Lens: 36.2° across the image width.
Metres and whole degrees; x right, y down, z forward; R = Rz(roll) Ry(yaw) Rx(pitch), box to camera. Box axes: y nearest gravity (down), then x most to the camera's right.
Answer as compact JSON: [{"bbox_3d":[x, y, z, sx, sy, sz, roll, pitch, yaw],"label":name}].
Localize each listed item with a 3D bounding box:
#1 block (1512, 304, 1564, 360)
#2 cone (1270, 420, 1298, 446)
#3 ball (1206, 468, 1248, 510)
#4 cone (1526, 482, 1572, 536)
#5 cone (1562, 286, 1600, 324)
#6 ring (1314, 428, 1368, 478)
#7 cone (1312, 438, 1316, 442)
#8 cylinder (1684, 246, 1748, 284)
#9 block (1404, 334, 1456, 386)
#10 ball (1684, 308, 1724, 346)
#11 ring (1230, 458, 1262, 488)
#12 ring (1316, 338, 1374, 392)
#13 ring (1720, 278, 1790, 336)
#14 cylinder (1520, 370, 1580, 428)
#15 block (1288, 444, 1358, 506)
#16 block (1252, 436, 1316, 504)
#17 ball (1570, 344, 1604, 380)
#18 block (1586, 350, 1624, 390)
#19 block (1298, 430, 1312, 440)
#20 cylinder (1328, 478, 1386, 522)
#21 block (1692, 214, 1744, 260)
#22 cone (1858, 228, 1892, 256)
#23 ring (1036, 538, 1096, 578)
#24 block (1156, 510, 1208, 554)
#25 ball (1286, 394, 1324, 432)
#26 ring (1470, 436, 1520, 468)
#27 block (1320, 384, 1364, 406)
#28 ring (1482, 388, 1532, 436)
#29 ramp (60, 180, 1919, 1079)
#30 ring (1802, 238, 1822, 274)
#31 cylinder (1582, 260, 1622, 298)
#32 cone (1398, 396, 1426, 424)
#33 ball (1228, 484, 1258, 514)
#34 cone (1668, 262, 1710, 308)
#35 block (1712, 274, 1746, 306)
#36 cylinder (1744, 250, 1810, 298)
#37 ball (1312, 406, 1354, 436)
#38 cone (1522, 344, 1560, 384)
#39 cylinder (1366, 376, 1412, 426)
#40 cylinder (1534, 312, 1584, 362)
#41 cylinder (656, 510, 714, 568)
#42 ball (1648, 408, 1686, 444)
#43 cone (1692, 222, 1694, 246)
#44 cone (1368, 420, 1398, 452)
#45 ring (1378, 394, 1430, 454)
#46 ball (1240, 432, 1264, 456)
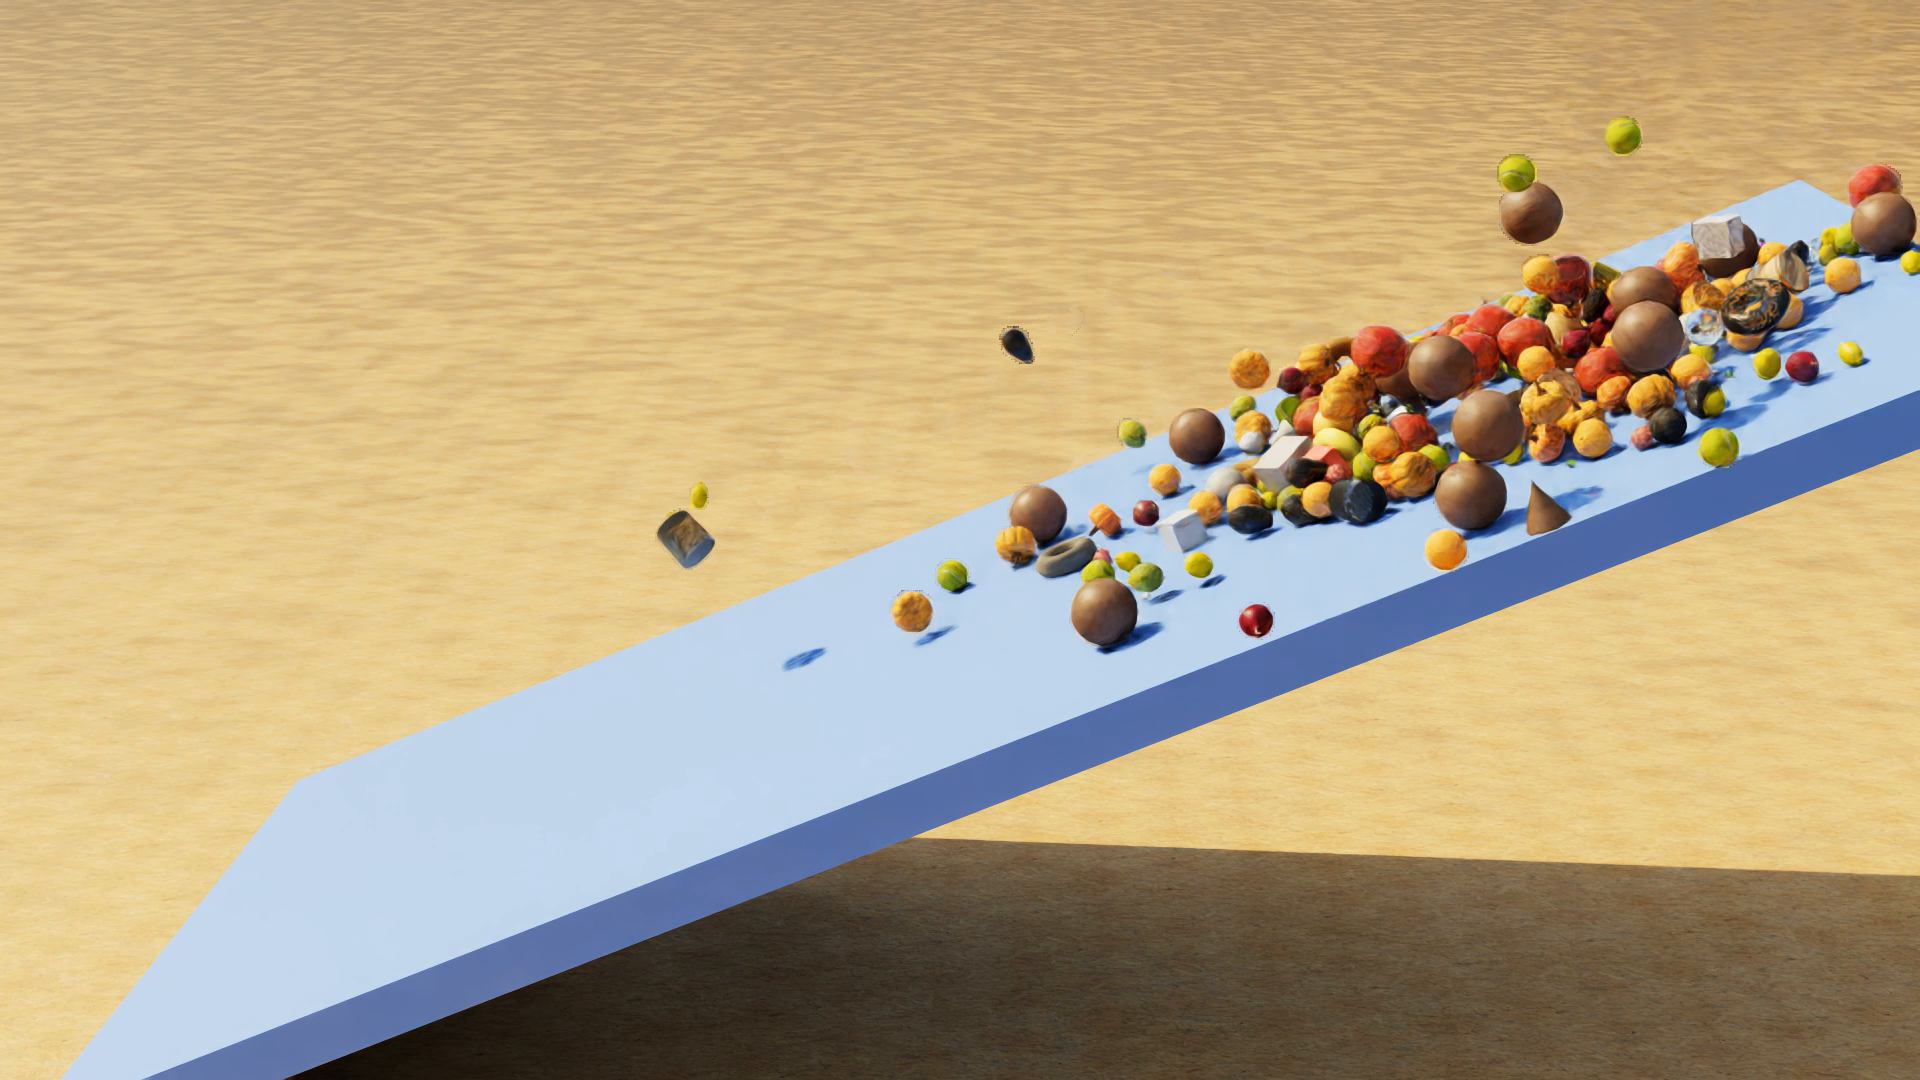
[{"bbox_3d":[1.269,-0.453,6.404,0.083,0.083,0.083,-13,16,41],"label":"block"},{"bbox_3d":[0.679,-0.214,6.245,0.060,0.060,0.060,-34,26,-15],"label":"cone"},{"bbox_3d":[0.565,-0.109,6.225,0.090,0.090,0.090,0,14,0],"label":"ball"},{"bbox_3d":[1.027,-0.066,5.206,0.086,0.086,0.086,-22,12,5],"label":"cone"},{"bbox_3d":[1.349,-0.536,6.491,0.092,0.092,0.092,-6,39,-21],"label":"cone"},{"bbox_3d":[0.781,-0.176,6.035,0.042,0.127,0.127,-45,36,-23],"label":"ring"},{"bbox_3d":[0.757,-0.214,6.164,0.055,0.055,0.055,-8,45,8],"label":"cone"},{"bbox_3d":[1.624,-0.597,6.319,0.096,0.096,0.096,-4,3,-17],"label":"cylinder"},{"bbox_3d":[1.054,-0.404,6.599,0.080,0.080,0.080,-17,14,28],"label":"block"},{"bbox_3d":[1.369,-0.391,5.411,0.070,0.070,0.070,0,14,0],"label":"ball"},{"bbox_3d":[0.619,-0.140,6.365,0.130,0.043,0.130,-22,13,5],"label":"ring"},{"bbox_3d":[0.847,-0.386,6.464,0.128,0.128,0.043,2,-19,7],"label":"ring"},{"bbox_3d":[1.536,-0.451,5.682,0.139,0.046,0.139,-25,34,19],"label":"ring"},{"bbox_3d":[1.161,-0.278,5.782,0.089,0.089,0.089,-4,-19,-15],"label":"cylinder"},{"bbox_3d":[0.736,-0.131,5.962,0.086,0.086,0.086,-43,15,-7],"label":"block"},{"bbox_3d":[0.687,-0.144,6.069,0.100,0.100,0.100,-46,20,-20],"label":"block"},{"bbox_3d":[1.287,-0.365,6.024,0.073,0.073,0.073,0,14,0],"label":"ball"},{"bbox_3d":[1.304,-0.344,5.944,0.051,0.051,0.051,-15,20,33],"label":"block"},{"bbox_3d":[0.726,-0.192,6.340,0.061,0.061,0.061,-20,12,33],"label":"block"},{"bbox_3d":[0.774,-0.077,5.725,0.083,0.083,0.083,-6,5,-23],"label":"cylinder"},{"bbox_3d":[1.564,-0.625,6.065,0.076,0.076,0.076,0,16,36],"label":"block"},{"bbox_3d":[1.892,-0.608,6.049,0.062,0.062,0.062,-13,22,-42],"label":"cone"},{"bbox_3d":[0.228,0.038,6.328,0.139,0.046,0.139,-22,14,6],"label":"ring"},{"bbox_3d":[0.461,-0.018,6.086,0.066,0.066,0.066,-28,13,-20],"label":"block"},{"bbox_3d":[0.774,-0.282,6.581,0.086,0.086,0.086,0,14,0],"label":"ball"},{"bbox_3d":[1.045,-0.172,5.747,0.102,0.034,0.102,-23,13,6],"label":"ring"},{"bbox_3d":[0.847,-0.338,6.514,0.060,0.060,0.060,7,-23,43],"label":"block"},{"bbox_3d":[1.118,-0.258,5.912,0.149,0.050,0.149,-27,16,8],"label":"ring"},{"bbox_3d":[0.128,0.172,6.287,4.000,0.100,2.000,-22,12,8],"label":"ramp"},{"bbox_3d":[1.767,-0.589,6.106,0.027,0.080,0.080,24,21,14],"label":"ring"},{"bbox_3d":[1.409,-0.574,6.456,0.064,0.064,0.064,24,16,0],"label":"cylinder"},{"bbox_3d":[0.934,-0.282,6.140,0.072,0.072,0.072,1,25,3],"label":"cone"},{"bbox_3d":[0.592,-0.087,6.148,0.062,0.062,0.062,0,14,0],"label":"ball"},{"bbox_3d":[1.564,-0.537,6.224,0.095,0.095,0.095,13,10,41],"label":"cone"},{"bbox_3d":[1.604,-0.510,6.091,0.058,0.058,0.058,-25,12,-8],"label":"block"},{"bbox_3d":[1.626,-0.516,5.851,0.088,0.088,0.088,-12,-14,-40],"label":"cylinder"},{"bbox_3d":[0.773,-0.237,6.099,0.085,0.085,0.085,0,14,0],"label":"ball"},{"bbox_3d":[1.187,-0.377,6.076,0.078,0.078,0.078,-41,2,2],"label":"cone"},{"bbox_3d":[0.934,-0.297,6.351,0.087,0.087,0.087,-22,12,5],"label":"cylinder"},{"bbox_3d":[1.237,-0.418,6.068,0.079,0.079,0.079,22,1,0],"label":"cylinder"},{"bbox_3d":[-0.610,-0.002,6.533,0.092,0.092,0.092,45,34,20],"label":"cylinder"},{"bbox_3d":[1.292,-0.209,5.369,0.068,0.068,0.068,0,14,0],"label":"ball"},{"bbox_3d":[1.574,-0.661,6.268,0.064,0.064,0.064,40,-11,-34],"label":"cone"},{"bbox_3d":[0.871,-0.227,6.053,0.064,0.064,0.064,-4,56,5],"label":"cone"},{"bbox_3d":[0.908,-0.238,6.027,0.048,0.143,0.143,-39,12,8],"label":"ring"},{"bbox_3d":[0.620,-0.205,6.244,0.053,0.053,0.053,0,14,0],"label":"ball"}]
